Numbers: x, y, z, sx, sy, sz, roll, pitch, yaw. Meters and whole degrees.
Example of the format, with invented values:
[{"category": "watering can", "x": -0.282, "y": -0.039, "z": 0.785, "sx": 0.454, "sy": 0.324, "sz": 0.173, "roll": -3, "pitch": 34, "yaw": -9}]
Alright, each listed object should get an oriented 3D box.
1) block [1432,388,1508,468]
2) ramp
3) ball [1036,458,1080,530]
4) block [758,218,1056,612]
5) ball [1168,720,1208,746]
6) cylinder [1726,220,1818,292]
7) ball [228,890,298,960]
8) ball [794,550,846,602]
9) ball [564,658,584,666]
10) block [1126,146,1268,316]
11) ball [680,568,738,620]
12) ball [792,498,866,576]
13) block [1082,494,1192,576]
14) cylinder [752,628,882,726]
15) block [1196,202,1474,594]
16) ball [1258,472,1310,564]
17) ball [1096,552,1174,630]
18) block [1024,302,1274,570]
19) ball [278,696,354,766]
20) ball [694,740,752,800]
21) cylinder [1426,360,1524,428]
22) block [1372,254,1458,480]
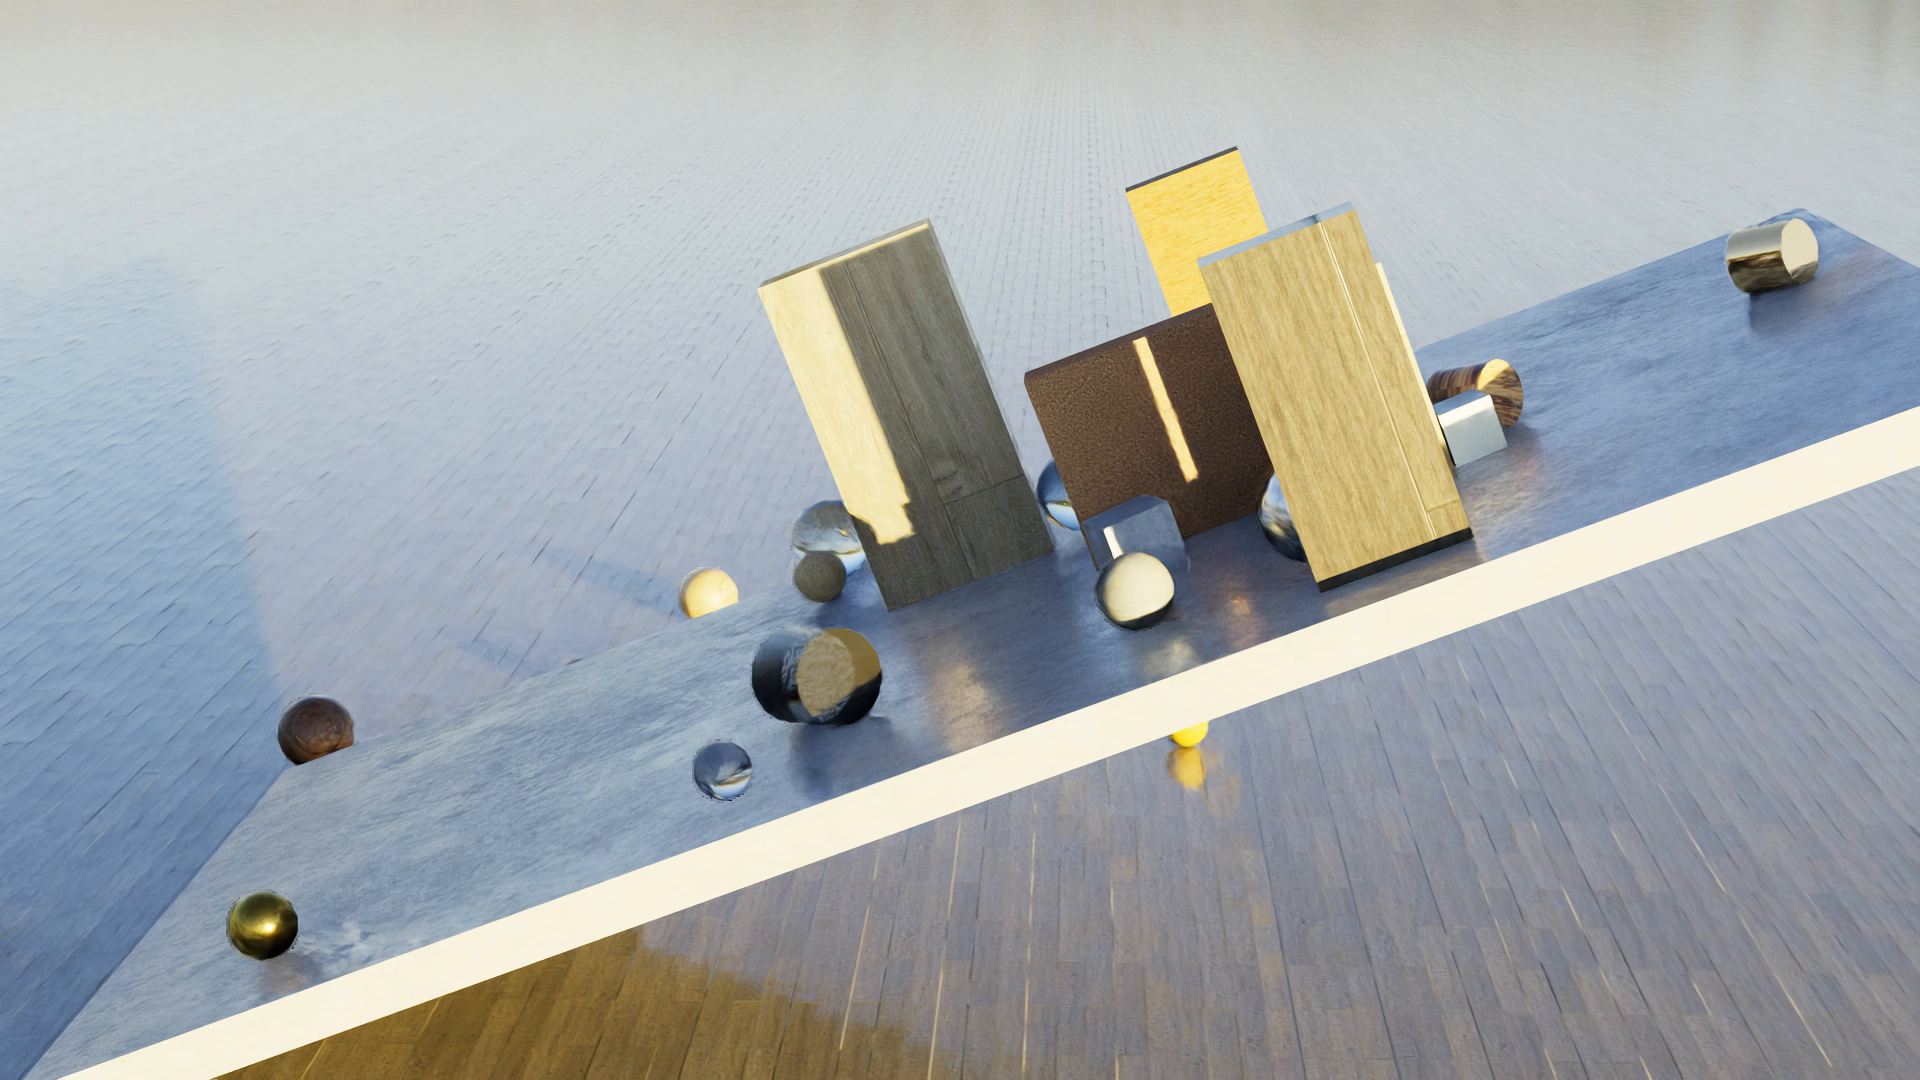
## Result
[{"category": "block", "x": 1.023, "y": -0.227, "z": 5.954, "sx": 0.112, "sy": 0.112, "sz": 0.112, "roll": -22, "pitch": 12, "yaw": -2}, {"category": "ramp", "x": 0.121, "y": 0.175, "z": 6.293, "sx": 4.000, "sy": 0.100, "sz": 2.000, "roll": -20, "pitch": 12, "yaw": 7}, {"category": "ball", "x": 0.262, "y": -0.111, "z": 6.574, "sx": 0.181, "sy": 0.181, "sz": 0.181, "roll": 0, "pitch": 13, "yaw": 0}, {"category": "block", "x": -0.114, "y": -0.275, "z": 6.549, "sx": 0.399, "sy": 0.784, "sz": 0.114, "roll": -20, "pitch": 12, "yaw": 7}, {"category": "ball", "x": 0.615, "y": 0.503, "z": 7.993, "sx": 0.117, "sy": 0.117, "sz": 0.117, "roll": 0, "pitch": 13, "yaw": 0}, {"category": "cylinder", "x": 1.743, "y": -0.609, "z": 6.311, "sx": 0.138, "sy": 0.138, "sz": 0.138, "roll": -12, "pitch": 3, "yaw": -40}, {"category": "ball", "x": -1.369, "y": 0.757, "z": 5.776, "sx": 0.135, "sy": 0.135, "sz": 0.135, "roll": 0, "pitch": 13, "yaw": 0}, {"category": "ball", "x": -0.330, "y": 0.085, "z": 6.948, "sx": 0.124, "sy": 0.124, "sz": 0.124, "roll": 0, "pitch": 13, "yaw": 0}, {"category": "ball", "x": -1.086, "y": 0.401, "z": 8.398, "sx": 0.127, "sy": 0.127, "sz": 0.127, "roll": 0, "pitch": 13, "yaw": 0}, {"category": "block", "x": 0.630, "y": -0.572, "z": 6.906, "sx": 0.277, "sy": 0.638, "sz": 0.094, "roll": -20, "pitch": 12, "yaw": 7}, {"category": "ball", "x": -0.784, "y": 0.180, "z": 9.191, "sx": 0.185, "sy": 0.185, "sz": 0.185, "roll": 0, "pitch": 13, "yaw": 0}, {"category": "ball", "x": -0.310, "y": -0.003, "z": 7.132, "sx": 0.195, "sy": 0.195, "sz": 0.195, "roll": 0, "pitch": 13, "yaw": 0}, {"category": "block", "x": 0.360, "y": 0.009, "z": 5.998, "sx": 0.147, "sy": 0.147, "sz": 0.147, "roll": -24, "pitch": 12, "yaw": -12}, {"category": "cylinder", "x": -0.287, "y": 0.271, "z": 5.868, "sx": 0.192, "sy": 0.192, "sz": 0.192, "roll": -8, "pitch": 3, "yaw": -31}, {"category": "block", "x": 0.687, "y": -0.260, "z": 5.389, "sx": 0.297, "sy": 0.645, "sz": 0.115, "roll": -20, "pitch": 12, "yaw": 7}, {"category": "ball", "x": 0.669, "y": -0.057, "z": 5.602, "sx": 0.204, "sy": 0.204, "sz": 0.204, "roll": 0, "pitch": 13, "yaw": 0}, {"category": "ball", "x": 0.335, "y": 0.098, "z": 5.638, "sx": 0.150, "sy": 0.150, "sz": 0.150, "roll": 0, "pitch": 13, "yaw": 0}, {"category": "block", "x": 0.423, "y": -0.223, "z": 6.217, "sx": 0.449, "sy": 0.434, "sz": 0.114, "roll": -20, "pitch": 12, "yaw": 7}, {"category": "ball", "x": -1.704, "y": 0.511, "z": 7.783, "sx": 0.200, "sy": 0.200, "sz": 0.200, "roll": 0, "pitch": 13, "yaw": 0}, {"category": "ball", "x": -0.452, "y": 0.440, "z": 5.610, "sx": 0.113, "sy": 0.113, "sz": 0.113, "roll": 0, "pitch": 13, "yaw": 0}, {"category": "cylinder", "x": 1.067, "y": -0.295, "z": 6.104, "sx": 0.143, "sy": 0.143, "sz": 0.143, "roll": -12, "pitch": 3, "yaw": -40}, {"category": "block", "x": 0.784, "y": -0.302, "z": 5.862, "sx": 0.262, "sy": 0.459, "sz": 0.126, "roll": -20, "pitch": 12, "yaw": 7}]
